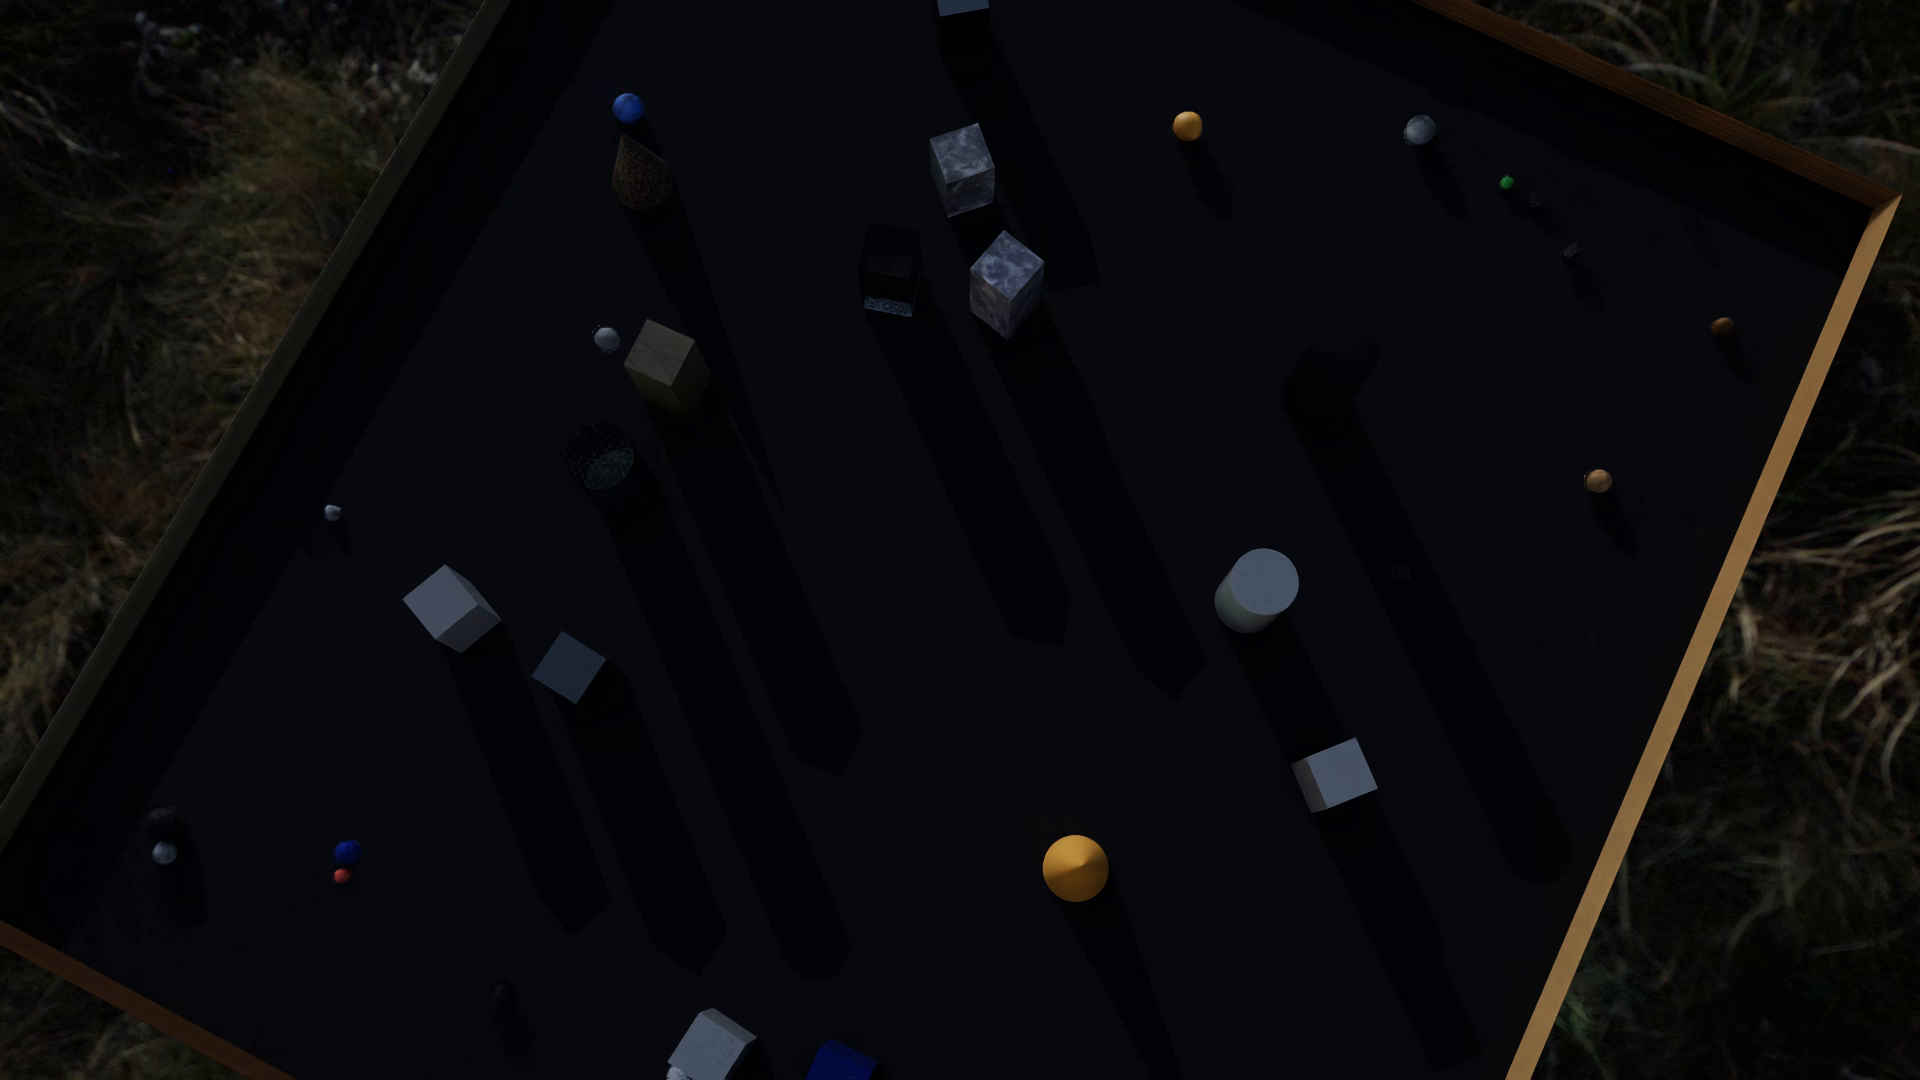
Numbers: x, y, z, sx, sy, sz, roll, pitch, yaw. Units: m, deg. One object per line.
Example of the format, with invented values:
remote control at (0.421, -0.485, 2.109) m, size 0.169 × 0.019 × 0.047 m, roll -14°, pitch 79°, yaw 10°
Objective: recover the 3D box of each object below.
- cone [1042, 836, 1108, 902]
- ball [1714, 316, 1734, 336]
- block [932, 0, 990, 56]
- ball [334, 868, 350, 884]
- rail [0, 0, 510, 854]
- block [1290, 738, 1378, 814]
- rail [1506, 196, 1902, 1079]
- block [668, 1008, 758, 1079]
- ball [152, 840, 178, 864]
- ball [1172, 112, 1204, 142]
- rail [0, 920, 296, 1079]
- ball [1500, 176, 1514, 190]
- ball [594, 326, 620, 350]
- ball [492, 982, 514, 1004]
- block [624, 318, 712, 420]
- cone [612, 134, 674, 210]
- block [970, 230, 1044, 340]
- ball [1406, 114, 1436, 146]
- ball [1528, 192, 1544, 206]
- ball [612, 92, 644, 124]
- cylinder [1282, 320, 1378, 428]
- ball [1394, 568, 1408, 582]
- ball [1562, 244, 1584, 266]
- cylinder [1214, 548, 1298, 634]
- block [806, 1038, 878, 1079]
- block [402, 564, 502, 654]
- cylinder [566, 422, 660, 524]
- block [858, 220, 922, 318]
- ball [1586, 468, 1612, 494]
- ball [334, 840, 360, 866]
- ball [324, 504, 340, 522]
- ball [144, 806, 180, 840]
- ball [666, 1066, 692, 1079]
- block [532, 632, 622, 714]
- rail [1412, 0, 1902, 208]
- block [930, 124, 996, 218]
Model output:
cone at (0.342, 0.936, 5.250) m, size 0.195 × 0.339 × 0.195 m, roll 0°, pitch 78°, yaw 0°
ball at (2.385, -0.666, 5.723) m, size 0.062 × 0.062 × 0.062 m, roll 0°, pitch 78°, yaw 0°
block at (0.001, -1.684, 5.828) m, size 0.156 × 0.269 × 0.156 m, roll -11°, pitch 79°, yaw -2°
ball at (-1.818, 0.988, 5.388) m, size 0.047 × 0.047 × 0.047 m, roll 0°, pitch 78°, yaw 0°
rail at (-1.892, -0.920, 5.741) m, size 0.045 × 0.127 × 4.586 m, roll 26°, pitch 80°, yaw 5°
block at (1.089, 0.689, 5.347) m, size 0.156 × 0.249 × 0.156 m, roll -21°, pitch 79°, yaw -4°
rail at (1.892, 0.933, 5.358) m, size 0.045 × 0.127 × 4.586 m, roll 26°, pitch 80°, yaw 5°
block at (-0.694, 1.437, 5.170) m, size 0.156 × 0.292 × 0.156 m, roll 32°, pitch 80°, yaw 6°
ball at (-2.339, 0.920, 5.391) m, size 0.069 × 0.069 × 0.069 m, roll 0°, pitch 78°, yaw 0°
ball at (0.726, -1.317, 5.840) m, size 0.097 × 0.097 × 0.097 m, roll 0°, pitch 78°, yaw 0°
rail at (-1.015, 1.994, 5.138) m, size 4.278 × 0.127 × 0.045 m, roll 26°, pitch 80°, yaw 5°
ball at (1.740, -1.136, 5.830) m, size 0.042 × 0.042 × 0.042 m, roll 0°, pitch 78°, yaw 0°
ball at (-1.100, -0.627, 5.708) m, size 0.076 × 0.076 × 0.076 m, roll 0°, pitch 78°, yaw 0°
ball at (-1.325, 1.312, 5.312) m, size 0.065 × 0.065 × 0.065 m, roll 0°, pitch 78°, yaw 0°
block at (-0.879, -0.510, 5.533) m, size 0.156 × 0.371 × 0.156 m, roll 24°, pitch 79°, yaw 5°
cone at (-1.014, -1.184, 5.670) m, size 0.195 × 0.375 × 0.195 m, roll 0°, pitch 78°, yaw 0°
block at (0.140, -0.772, 5.582) m, size 0.156 × 0.381 × 0.156 m, roll 39°, pitch 81°, yaw 7°
ball at (1.467, -1.306, 5.839) m, size 0.095 × 0.095 × 0.095 m, roll 0°, pitch 78°, yaw 0°
ball at (1.826, -1.082, 5.816) m, size 0.047 × 0.047 × 0.047 m, roll 0°, pitch 78°, yaw 0°
ball at (-1.059, -1.378, 5.852) m, size 0.097 × 0.097 × 0.097 m, roll 0°, pitch 78°, yaw 0°
cylinder at (1.103, -0.490, 5.480) m, size 0.195 × 0.465 × 0.195 m, roll 0°, pitch 78°, yaw 0°
ball at (1.341, 0.104, 5.574) m, size 0.042 × 0.042 × 0.042 m, roll 0°, pitch 78°, yaw 0°
ball at (1.930, -0.899, 5.769) m, size 0.065 × 0.065 × 0.065 m, roll 0°, pitch 78°, yaw 0°
cylinder at (0.872, 0.154, 5.410) m, size 0.195 × 0.341 × 0.195 m, roll 0°, pitch 78°, yaw 0°
block at (-0.339, 1.508, 5.110) m, size 0.156 × 0.380 × 0.156 m, roll 24°, pitch 79°, yaw 5°
block at (-1.501, 0.207, 5.430) m, size 0.156 × 0.282 × 0.156 m, roll -40°, pitch 81°, yaw -8°
cylinder at (-1.023, -0.192, 5.423) m, size 0.195 × 0.456 × 0.195 m, roll 0°, pitch 78°, yaw 0°
block at (-0.212, -0.825, 5.608) m, size 0.156 × 0.351 × 0.156 m, roll 11°, pitch 79°, yaw 2°
ball at (1.959, -0.180, 5.616) m, size 0.075 × 0.075 × 0.075 m, roll 0°, pitch 78°, yaw 0°
ball at (-1.803, 0.921, 5.388) m, size 0.074 × 0.074 × 0.074 m, roll 0°, pitch 78°, yaw 0°
ball at (-1.921, -0.082, 5.608) m, size 0.051 × 0.051 × 0.051 m, roll 0°, pitch 78°, yaw 0°
ball at (-2.350, 0.834, 5.395) m, size 0.097 × 0.097 × 0.097 m, roll 0°, pitch 78°, yaw 0°
ball at (-0.794, 1.533, 5.240) m, size 0.087 × 0.087 × 0.087 m, roll 0°, pitch 78°, yaw 0°
block at (-1.126, 0.393, 5.403) m, size 0.156 × 0.258 × 0.156 m, roll 31°, pitch 80°, yaw 6°
rail at (1.015, -1.981, 5.961) m, size 4.278 × 0.127 × 0.045 m, roll 26°, pitch 80°, yaw 5°
block at (0.007, -1.150, 5.714) m, size 0.156 × 0.275 × 0.156 m, roll -19°, pitch 79°, yaw -4°
